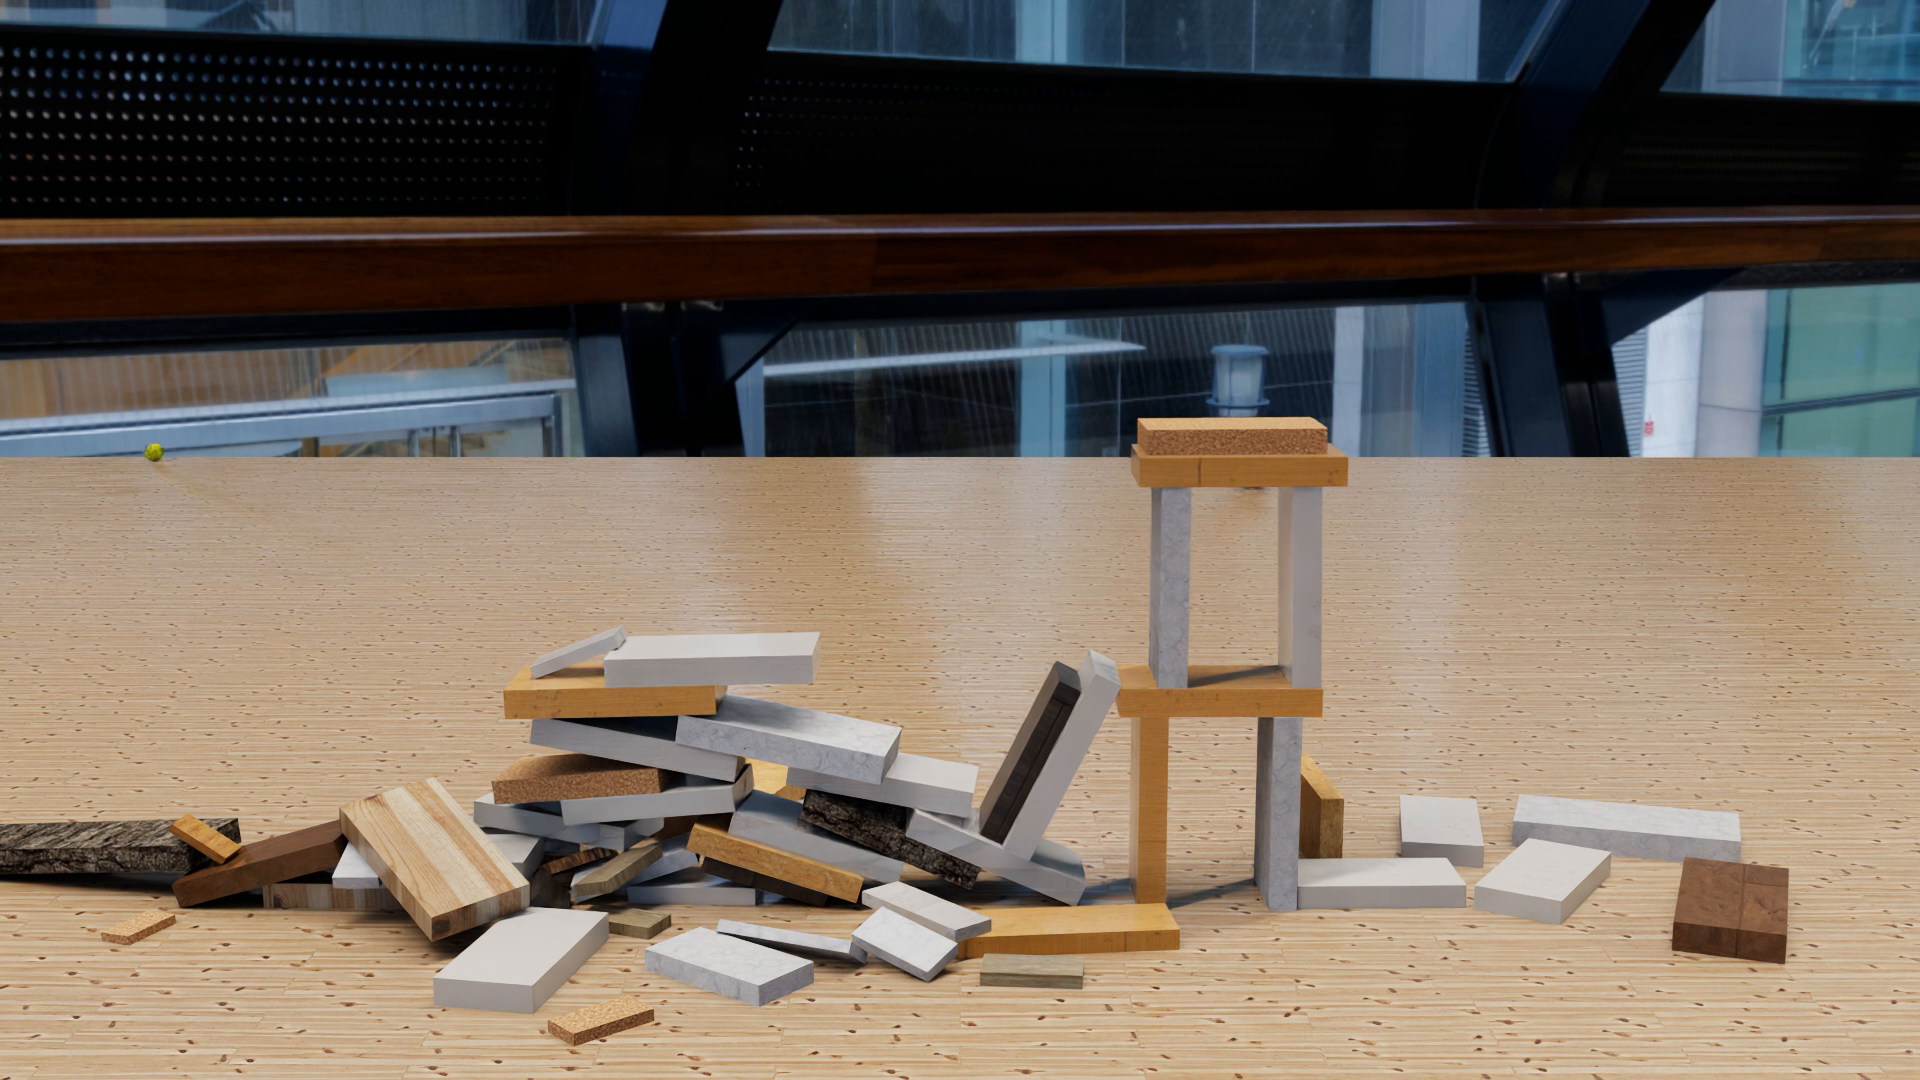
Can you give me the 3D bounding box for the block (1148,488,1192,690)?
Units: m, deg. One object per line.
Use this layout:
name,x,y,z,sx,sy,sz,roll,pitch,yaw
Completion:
block,0.340,0.063,3.574,0.046,0.328,0.164,0,11,-1

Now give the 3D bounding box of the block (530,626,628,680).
block,-0.633,0.186,3.651,0.152,0.022,0.076,-21,9,6

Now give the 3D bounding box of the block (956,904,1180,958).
block,0.121,0.614,3.450,0.431,0.034,0.118,-1,11,-6

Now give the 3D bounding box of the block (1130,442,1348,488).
block,0.446,-0.121,3.537,0.328,0.046,0.164,0,11,-1

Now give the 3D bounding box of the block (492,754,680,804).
block,-0.620,0.393,3.680,0.286,0.041,0.143,-5,10,10

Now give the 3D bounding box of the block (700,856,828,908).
block,-0.319,0.548,3.647,0.211,0.030,0.105,17,10,-3

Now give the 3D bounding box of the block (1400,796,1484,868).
block,0.860,0.520,3.940,0.138,0.039,0.276,2,11,10

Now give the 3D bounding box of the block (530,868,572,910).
block,-0.662,0.579,3.552,0.019,0.068,0.137,-42,13,1

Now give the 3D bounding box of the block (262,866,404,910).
block,-0.992,0.569,3.667,0.293,0.042,0.147,0,11,2

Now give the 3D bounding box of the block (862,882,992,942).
block,-0.054,0.584,3.460,0.074,0.021,0.230,-9,14,-40

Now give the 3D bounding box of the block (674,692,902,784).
block,-0.281,0.323,3.636,0.343,0.049,0.171,11,12,6

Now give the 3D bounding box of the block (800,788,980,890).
block,-0.113,0.479,3.660,0.305,0.043,0.153,24,10,-4

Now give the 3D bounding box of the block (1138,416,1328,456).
block,0.438,-0.168,3.552,0.287,0.041,0.144,-1,11,-2

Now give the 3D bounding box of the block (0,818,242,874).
block,-1.498,0.524,3.760,0.509,0.043,0.153,-3,9,15

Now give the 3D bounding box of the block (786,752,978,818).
block,-0.127,0.392,3.663,0.305,0.043,0.153,10,11,2

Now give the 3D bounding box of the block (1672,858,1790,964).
block,1.241,0.591,3.534,0.165,0.047,0.330,4,11,20

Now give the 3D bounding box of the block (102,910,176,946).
block,-1.304,0.615,3.491,0.053,0.015,0.106,4,11,21

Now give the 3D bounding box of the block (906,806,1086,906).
block,0.058,0.508,3.661,0.305,0.043,0.153,23,10,-5

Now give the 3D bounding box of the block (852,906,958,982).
block,-0.084,0.614,3.344,0.149,0.021,0.074,20,40,33

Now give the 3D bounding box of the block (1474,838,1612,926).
block,0.976,0.568,3.676,0.144,0.041,0.287,6,12,31

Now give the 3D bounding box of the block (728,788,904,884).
block,-0.232,0.492,3.658,0.291,0.041,0.145,17,10,0

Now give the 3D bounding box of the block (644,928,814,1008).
block,-0.348,0.640,3.307,0.237,0.034,0.118,8,13,37

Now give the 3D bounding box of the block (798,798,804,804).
block,-0.241,0.495,4.122,0.076,0.022,0.366,9,14,41

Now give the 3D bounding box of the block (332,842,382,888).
block,-0.959,0.511,3.564,0.074,0.021,0.148,-1,28,2

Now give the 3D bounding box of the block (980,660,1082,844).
block,0.115,0.350,3.648,0.041,0.287,0.144,26,9,-4

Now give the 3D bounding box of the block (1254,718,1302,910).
block,0.525,0.430,3.639,0.046,0.326,0.163,0,11,-1

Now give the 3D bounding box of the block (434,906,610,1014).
block,-0.659,0.631,3.327,0.153,0.043,0.307,2,11,11

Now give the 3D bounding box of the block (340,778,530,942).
block,-0.842,0.505,3.515,0.166,0.047,0.333,-16,35,-35

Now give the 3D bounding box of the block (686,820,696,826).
block,-0.468,0.508,4.057,0.072,0.020,0.143,-4,11,-21

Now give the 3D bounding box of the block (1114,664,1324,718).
block,0.419,0.247,3.606,0.326,0.046,0.163,0,11,0

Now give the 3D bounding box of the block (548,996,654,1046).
block,-0.509,0.682,3.122,0.134,0.019,0.067,-9,14,-41

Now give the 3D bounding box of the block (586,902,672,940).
block,-0.538,0.609,3.515,0.137,0.019,0.068,5,11,23

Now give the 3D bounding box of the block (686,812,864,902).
block,-0.298,0.517,3.649,0.291,0.041,0.145,17,10,0

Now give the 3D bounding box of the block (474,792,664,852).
block,-0.664,0.467,3.740,0.286,0.041,0.143,7,11,19

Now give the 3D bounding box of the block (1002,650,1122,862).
block,0.165,0.353,3.627,0.047,0.330,0.165,26,10,-5

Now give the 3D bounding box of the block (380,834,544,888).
block,-0.849,0.530,3.632,0.293,0.042,0.147,-1,10,2

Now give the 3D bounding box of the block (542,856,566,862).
block,-0.650,0.556,3.811,0.201,0.015,0.053,6,12,31

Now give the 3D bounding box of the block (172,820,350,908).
block,-1.135,0.529,3.643,0.293,0.042,0.147,-16,10,9

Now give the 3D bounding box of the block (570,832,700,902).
block,-0.538,0.543,3.664,0.211,0.030,0.105,-17,9,-2

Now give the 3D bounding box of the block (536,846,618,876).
block,-0.648,0.542,3.707,0.143,0.020,0.072,-17,-9,-11

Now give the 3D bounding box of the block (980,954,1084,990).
block,0.109,0.647,3.302,0.152,0.022,0.076,1,11,5

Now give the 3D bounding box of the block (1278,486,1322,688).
block,0.552,0.062,3.577,0.046,0.328,0.164,-1,11,0

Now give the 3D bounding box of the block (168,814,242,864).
block,-1.252,0.496,3.647,0.106,0.015,0.053,32,16,2

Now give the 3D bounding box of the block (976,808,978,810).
block,-0.036,0.517,3.973,0.237,0.034,0.118,2,11,10

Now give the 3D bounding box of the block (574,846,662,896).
block,-0.554,0.537,3.572,0.072,0.020,0.143,-11,11,32

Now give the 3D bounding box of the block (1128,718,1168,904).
block,0.311,0.430,3.638,0.046,0.326,0.163,0,11,-1

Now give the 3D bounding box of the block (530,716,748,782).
block,-0.526,0.324,3.671,0.343,0.049,0.171,10,12,3

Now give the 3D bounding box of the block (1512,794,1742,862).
block,1.190,0.518,3.929,0.382,0.047,0.167,3,11,17

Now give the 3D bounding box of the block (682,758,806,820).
block,-0.382,0.464,4.111,0.153,0.043,0.307,3,11,20

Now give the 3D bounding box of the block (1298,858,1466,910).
block,0.689,0.571,3.663,0.276,0.039,0.138,0,11,-1

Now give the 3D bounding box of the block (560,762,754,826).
block,-0.502,0.423,3.666,0.291,0.041,0.145,-5,9,8

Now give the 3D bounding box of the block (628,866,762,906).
block,-0.439,0.576,3.665,0.211,0.030,0.105,0,10,3

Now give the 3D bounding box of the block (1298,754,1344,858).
block,0.622,0.481,3.876,0.039,0.138,0.276,-1,11,-4

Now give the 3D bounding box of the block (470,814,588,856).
block,-0.816,0.512,3.816,0.333,0.047,0.166,0,0,-2

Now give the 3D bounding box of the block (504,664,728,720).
block,-0.566,0.247,3.642,0.343,0.049,0.171,-1,11,1

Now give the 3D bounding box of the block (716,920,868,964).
block,-0.258,0.617,3.377,0.229,0.019,0.067,5,-23,24

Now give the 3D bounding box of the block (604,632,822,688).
block,-0.404,0.197,3.626,0.336,0.047,0.165,-1,11,1
